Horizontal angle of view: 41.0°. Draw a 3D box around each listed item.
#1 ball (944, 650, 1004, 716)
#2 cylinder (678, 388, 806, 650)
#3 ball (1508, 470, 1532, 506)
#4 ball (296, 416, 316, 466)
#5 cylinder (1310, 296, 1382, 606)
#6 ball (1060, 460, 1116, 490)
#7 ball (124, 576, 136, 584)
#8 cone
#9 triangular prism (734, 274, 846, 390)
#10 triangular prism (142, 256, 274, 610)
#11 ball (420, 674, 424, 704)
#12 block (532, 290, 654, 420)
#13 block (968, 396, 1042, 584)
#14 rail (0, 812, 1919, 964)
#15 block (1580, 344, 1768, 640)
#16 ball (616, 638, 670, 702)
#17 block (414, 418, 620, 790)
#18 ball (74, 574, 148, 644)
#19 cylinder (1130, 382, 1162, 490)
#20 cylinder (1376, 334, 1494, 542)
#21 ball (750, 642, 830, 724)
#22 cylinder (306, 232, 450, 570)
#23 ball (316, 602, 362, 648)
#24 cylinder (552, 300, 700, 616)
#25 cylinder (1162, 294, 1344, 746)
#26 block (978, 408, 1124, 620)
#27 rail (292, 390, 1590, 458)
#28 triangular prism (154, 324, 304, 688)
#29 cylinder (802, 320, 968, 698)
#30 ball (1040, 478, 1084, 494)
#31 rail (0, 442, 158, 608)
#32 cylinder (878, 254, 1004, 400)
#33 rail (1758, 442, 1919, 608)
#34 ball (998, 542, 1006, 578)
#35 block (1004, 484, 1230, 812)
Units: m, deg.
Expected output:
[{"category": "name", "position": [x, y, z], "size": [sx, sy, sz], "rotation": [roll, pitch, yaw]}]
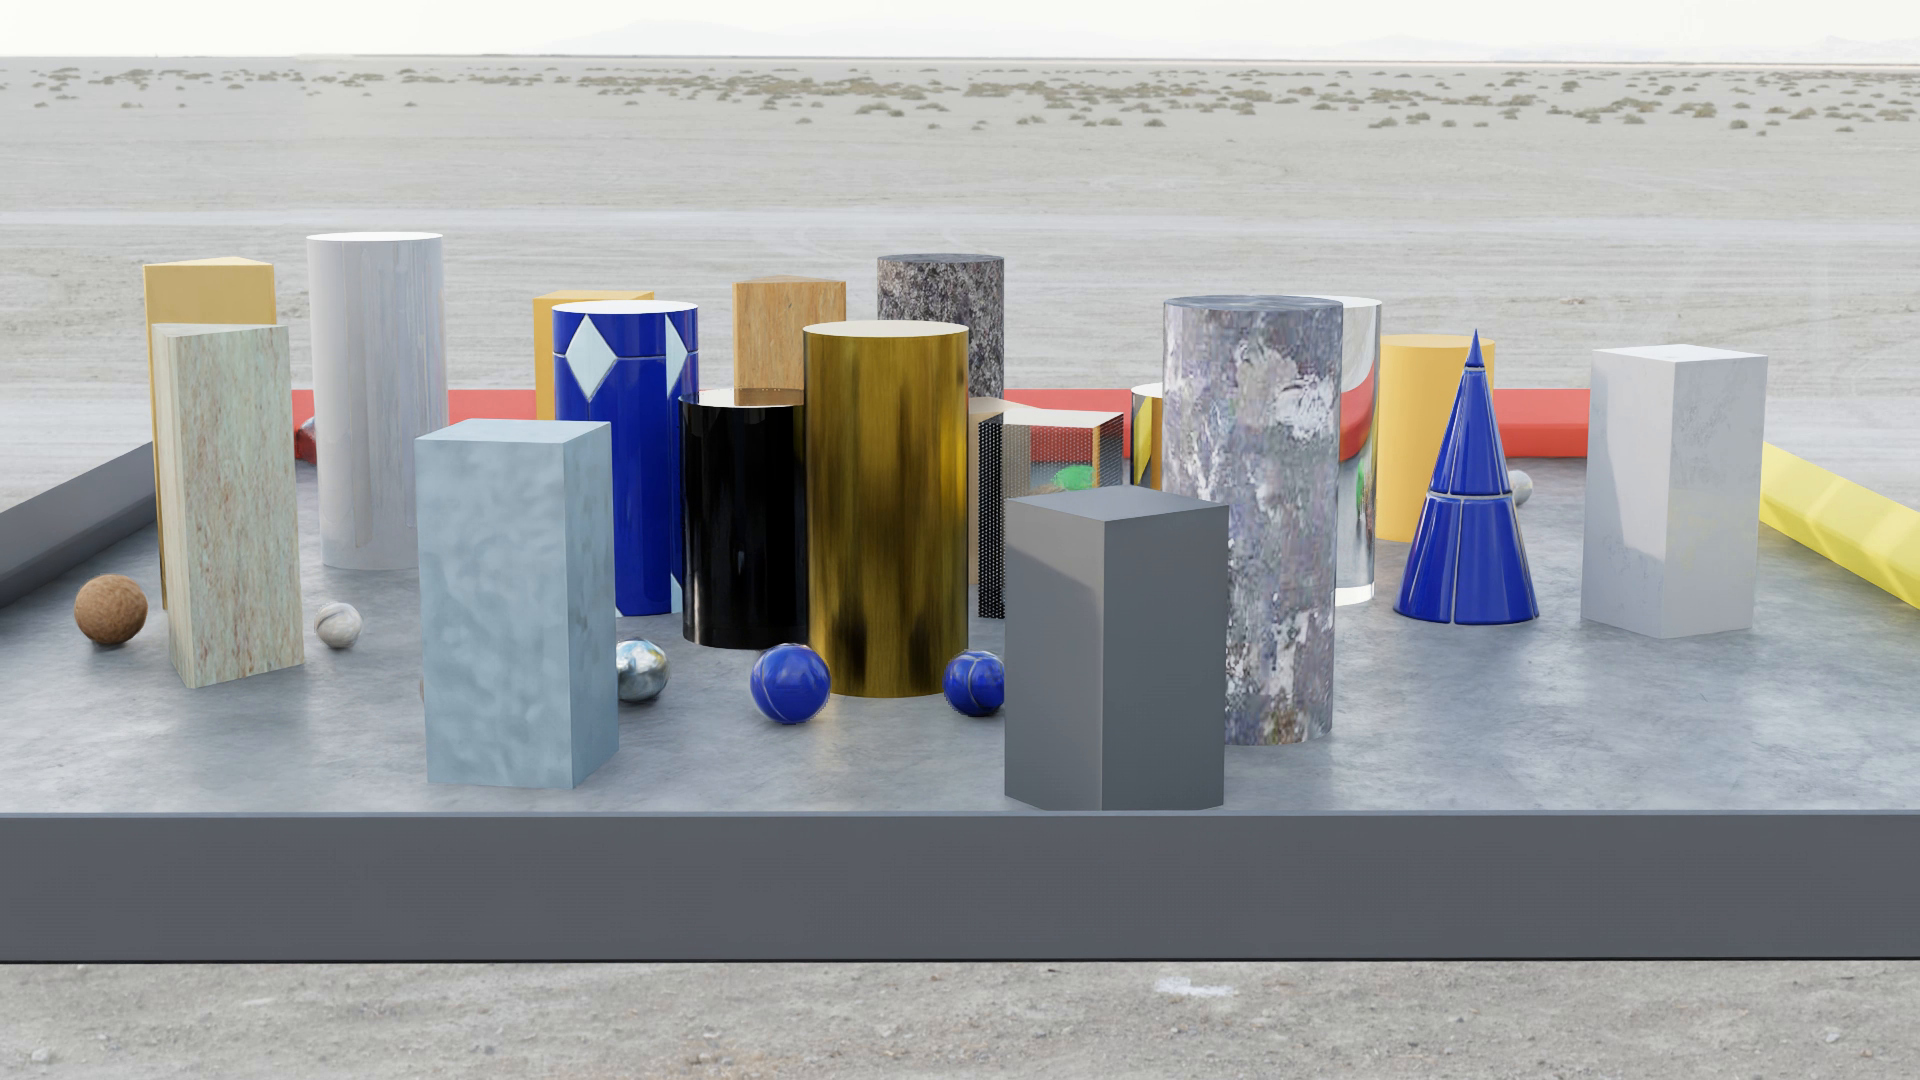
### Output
[{"category": "ball", "position": [0.019, 0.162, 2.904], "size": [0.074, 0.074, 0.074], "rotation": [0, 11, 0]}, {"category": "cylinder", "position": [-0.261, -0.031, 3.298], "size": [0.195, 0.308, 0.195], "rotation": [0, 11, 0]}, {"category": "ball", "position": [0.924, -0.086, 4.276], "size": [0.059, 0.059, 0.059], "rotation": [0, 11, 0]}, {"category": "ball", "position": [-1.168, -0.182, 4.700], "size": [0.094, 0.094, 0.094], "rotation": [0, 11, 0]}, {"category": "cylinder", "position": [0.479, -0.127, 3.546], "size": [0.195, 0.406, 0.195], "rotation": [0, 11, 0]}, {"category": "ball", "position": [0.205, -0.081, 4.148], "size": [0.097, 0.097, 0.097], "rotation": [0, 11, 0]}, {"category": "ball", "position": [-1.134, 0.071, 3.474], "size": [0.045, 0.045, 0.045], "rotation": [0, 11, 0]}, {"category": "cone", "position": [0.681, -0.093, 3.422], "size": [0.195, 0.385, 0.195], "rotation": [0, 11, 0]}, {"category": "triangular prism", "position": [-0.268, -0.205, 3.981], "size": [0.169, 0.401, 0.146], "rotation": [-2, 11, -8]}, {"category": "triangular prism", "position": [-0.998, -0.148, 3.503], "size": [0.169, 0.464, 0.146], "rotation": [-1, 11, -3]}, {"category": "ball", "position": [-0.546, 0.163, 2.831], "size": [0.097, 0.097, 0.097], "rotation": [0, 11, 0]}, {"category": "block", "position": [-0.584, -0.214, 4.135], "size": [0.156, 0.363, 0.156], "rotation": [1, 11, 8]}, {"category": "block", "position": [0.010, -0.072, 3.698], "size": [0.156, 0.244, 0.156], "rotation": [-6, 12, -28]}, {"category": "rail", "position": [0.008, 0.280, 2.118], "size": [2.601, 0.126, 0.045], "rotation": [0, 11, 0]}, {"category": "block", "position": [0.932, -0.067, 3.358], "size": [0.156, 0.357, 0.156], "rotation": [-5, 12, -27]}, {"category": "ball", "position": [-0.372, 0.150, 2.963], "size": [0.075, 0.075, 0.075], "rotation": [0, 11, 0]}, {"category": "block", "position": [-0.457, 0.062, 2.665], "size": [0.156, 0.356, 0.156], "rotation": [2, 11, 10]}, {"category": "ball", "position": [-1.077, 0.089, 3.255], "size": [0.089, 0.089, 0.089], "rotation": [0, 11, 0]}, {"category": "cylinder", "position": [0.313, -0.030, 3.261], "size": [0.195, 0.321, 0.195], "rotation": [0, 11, 0]}, {"category": "cylinder", "position": [0.732, -0.161, 4.015], "size": [0.195, 0.303, 0.195], "rotation": [0, 11, 0]}, {"category": "ball", "position": [-0.190, 0.160, 2.870], "size": [0.089, 0.089, 0.089], "rotation": [0, 11, 0]}, {"category": "cylinder", "position": [-0.855, -0.209, 3.792], "size": [0.195, 0.478, 0.195], "rotation": [0, 11, 0]}, {"category": "ball", "position": [-0.784, 0.107, 3.241], "size": [0.057, 0.057, 0.057], "rotation": [0, 11, 0]}, {"category": "cylinder", "position": [-0.450, -0.114, 3.482], "size": [0.195, 0.405, 0.195], "rotation": [0, 11, 0]}, {"category": "cylinder", "position": [0.318, -0.026, 2.829], "size": [0.195, 0.471, 0.195], "rotation": [0, 11, 0]}, {"category": "block", "position": [0.123, -0.035, 3.446], "size": [0.156, 0.262, 0.156], "rotation": [3, 11, 18]}, {"category": "rail", "position": [-0.008, -0.215, 4.780], "size": [2.601, 0.126, 0.045], "rotation": [0, 11, 0]}, {"category": "triangular prism", "position": [-0.917, -0.050, 3.103], "size": [0.146, 0.416, 0.169], "rotation": [8, 13, 36]}, {"category": "cylinder", "position": [-0.087, -0.041, 3.042], "size": [0.195, 0.421, 0.195], "rotation": [0, 11, 0]}, {"category": "ball", "position": [0.159, -0.054, 4.031], "size": [0.087, 0.087, 0.087], "rotation": [0, 11, 0]}, {"category": "rail", "position": [-1.277, 0.034, 3.442], "size": [0.045, 0.126, 2.755], "rotation": [0, 11, 0]}, {"category": "cylinder", "position": [-0.030, -0.218, 3.960], "size": [0.195, 0.434, 0.195], "rotation": [0, 11, 0]}, {"category": "rail", "position": [1.277, 0.031, 3.456], "size": [0.045, 0.126, 2.755], "rotation": [0, 11, 0]}, {"category": "ball", "position": [0.096, 0.029, 3.595], "size": [0.082, 0.082, 0.082], "rotation": [0, 11, 0]}, {"category": "block", "position": [0.154, 0.112, 2.544], "size": [0.156, 0.303, 0.156], "rotation": [-7, 13, -35]}]
